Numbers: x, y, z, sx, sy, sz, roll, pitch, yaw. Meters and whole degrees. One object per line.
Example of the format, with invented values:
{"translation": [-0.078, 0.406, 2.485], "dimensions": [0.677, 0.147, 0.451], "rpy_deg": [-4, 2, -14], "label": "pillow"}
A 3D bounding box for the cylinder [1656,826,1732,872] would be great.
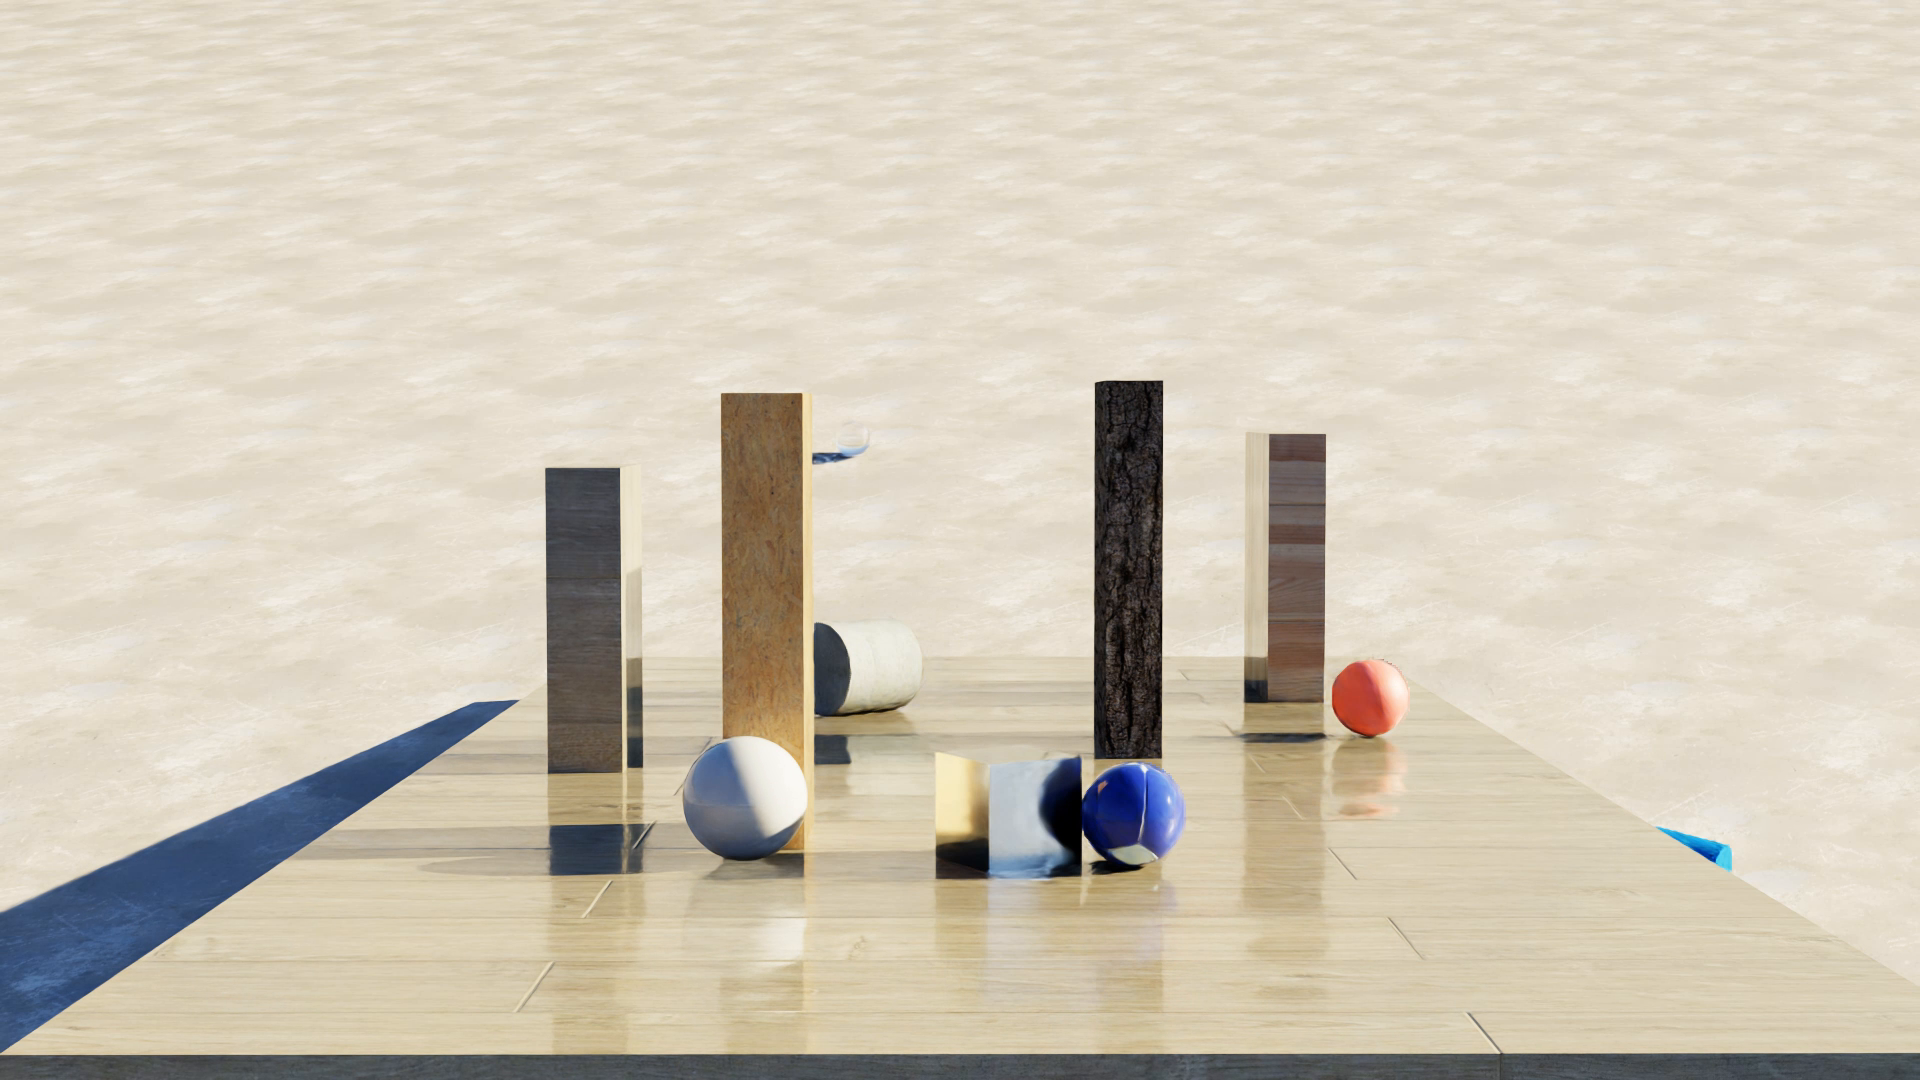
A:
{"translation": [1.555, 0.710, 5.518], "dimensions": [0.155, 0.155, 0.155], "rpy_deg": [13, 25, 32], "label": "cylinder"}

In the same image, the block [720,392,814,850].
{"translation": [-0.282, 0.111, 3.803], "dimensions": [0.117, 0.656, 0.249], "rpy_deg": [0, 3, 0], "label": "block"}

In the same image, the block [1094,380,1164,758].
{"translation": [0.314, 0.044, 4.828], "dimensions": [0.102, 0.682, 0.405], "rpy_deg": [0, 3, 0], "label": "block"}

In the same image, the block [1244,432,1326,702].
{"translation": [0.721, 0.049, 5.731], "dimensions": [0.123, 0.576, 0.448], "rpy_deg": [0, 3, 0], "label": "block"}

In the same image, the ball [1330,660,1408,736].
{"translation": [0.790, 0.304, 4.958], "dimensions": [0.147, 0.147, 0.147], "rpy_deg": [0, 21, 0], "label": "ball"}

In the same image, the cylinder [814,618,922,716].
{"translation": [-0.214, 0.262, 5.337], "dimensions": [0.192, 0.192, 0.192], "rpy_deg": [-3, 18, -42], "label": "cylinder"}

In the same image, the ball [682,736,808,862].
{"translation": [-0.301, 0.362, 3.604], "dimensions": [0.175, 0.175, 0.175], "rpy_deg": [0, 21, 0], "label": "ball"}

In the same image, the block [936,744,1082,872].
{"translation": [0.067, 0.375, 3.607], "dimensions": [0.149, 0.149, 0.149], "rpy_deg": [-2, 3, -30], "label": "block"}

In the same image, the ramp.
{"translation": [0.050, 0.451, 4.532], "dimensions": [2.000, 0.100, 4.000], "rpy_deg": [0, 3, 0], "label": "ramp"}

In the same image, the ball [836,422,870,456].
{"translation": [-0.342, -0.322, 8.204], "dimensions": [0.114, 0.114, 0.114], "rpy_deg": [0, 21, 0], "label": "ball"}

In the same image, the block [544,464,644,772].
{"translation": [-0.652, 0.132, 4.603], "dimensions": [0.130, 0.530, 0.293], "rpy_deg": [0, 3, 0], "label": "block"}

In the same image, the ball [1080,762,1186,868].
{"translation": [0.239, 0.380, 3.554], "dimensions": [0.144, 0.144, 0.144], "rpy_deg": [0, 21, 0], "label": "ball"}
